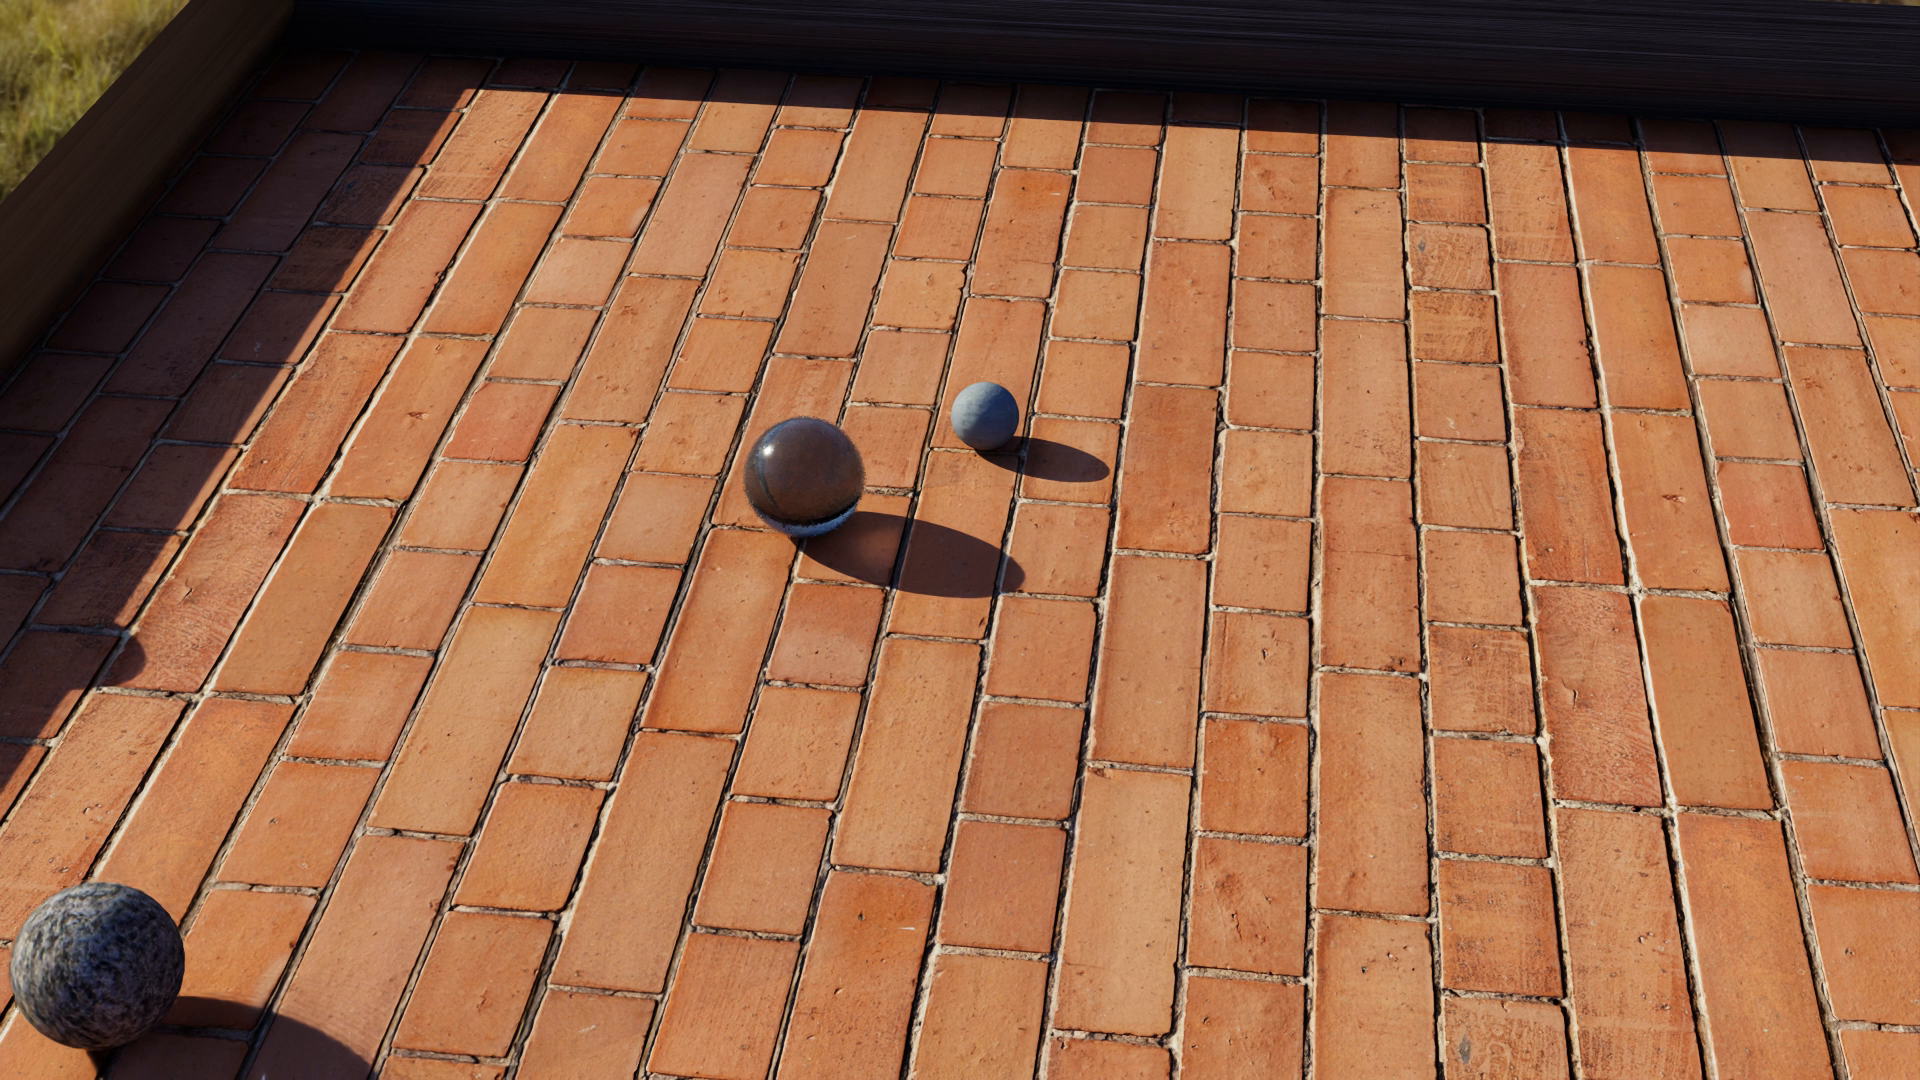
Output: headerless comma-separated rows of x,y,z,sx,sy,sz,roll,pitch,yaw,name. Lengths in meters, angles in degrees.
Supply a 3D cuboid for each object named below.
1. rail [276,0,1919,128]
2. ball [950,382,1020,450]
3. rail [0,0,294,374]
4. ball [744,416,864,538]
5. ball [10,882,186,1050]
0.928,-0.444,2.466,3.321,0.126,0.045,4,35,6,rail
0.020,-0.098,2.032,0.054,0.054,0.054,0,35,0,ball
-0.801,-0.074,1.932,0.045,0.126,1.758,4,35,6,rail
-0.117,-0.047,1.926,0.091,0.091,0.091,0,35,0,ball
-0.502,0.248,1.495,0.097,0.097,0.097,0,35,0,ball
